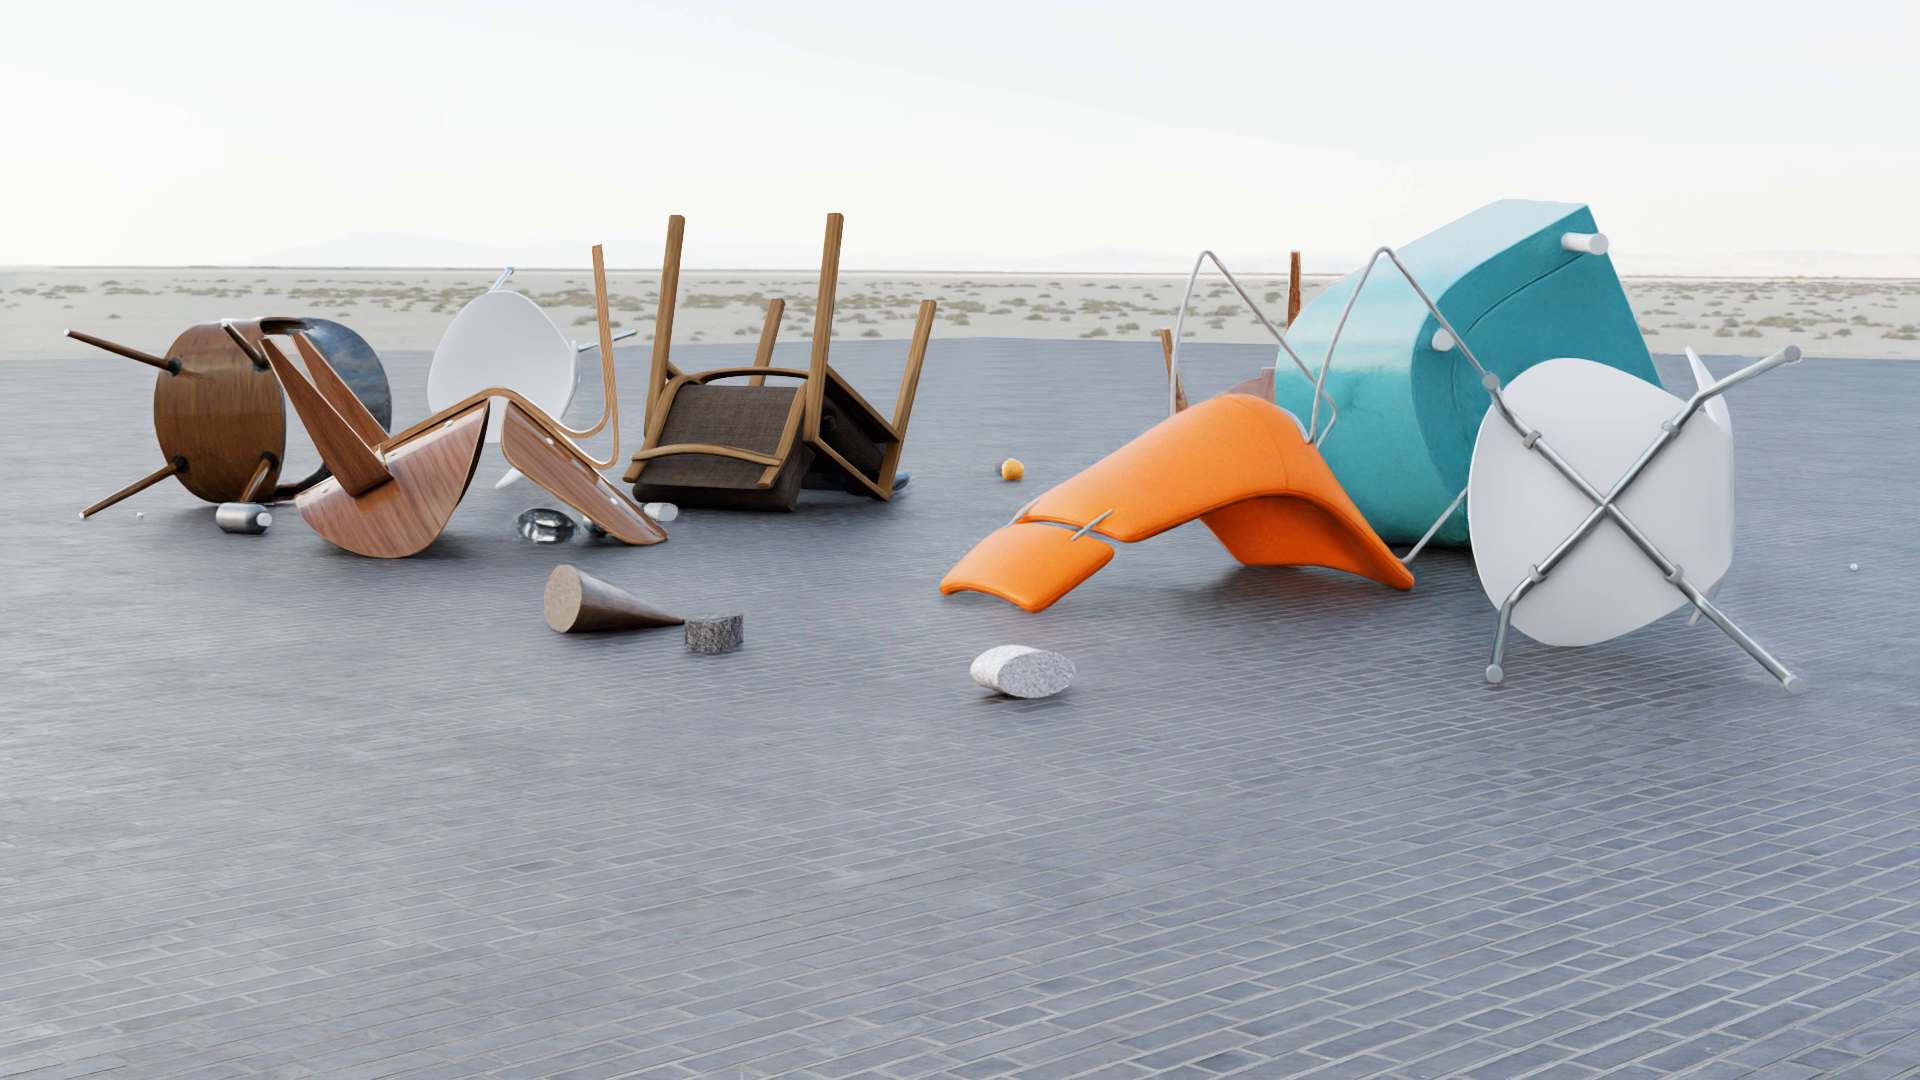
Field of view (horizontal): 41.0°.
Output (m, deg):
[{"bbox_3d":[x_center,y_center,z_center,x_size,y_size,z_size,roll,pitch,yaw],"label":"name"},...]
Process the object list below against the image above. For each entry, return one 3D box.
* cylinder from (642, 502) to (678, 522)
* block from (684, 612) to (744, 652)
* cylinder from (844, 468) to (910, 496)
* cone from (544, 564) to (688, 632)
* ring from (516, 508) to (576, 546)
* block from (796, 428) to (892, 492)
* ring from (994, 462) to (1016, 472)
[{"bbox_3d":[-0.806,-0.075,6.895,0.060,0.050,0.075,5,15,40],"label":"cylinder"},{"bbox_3d":[-0.438,0.164,4.571,0.062,0.051,0.118,2,6,18],"label":"block"},{"bbox_3d":[-0.249,-0.172,7.724,0.155,0.071,0.147,-7,3,22],"label":"cylinder"},{"bbox_3d":[-0.621,0.133,4.826,0.265,0.125,0.275,12,2,-23],"label":"cone"},{"bbox_3d":[-1.016,-0.033,6.311,0.150,0.050,0.133,15,25,3],"label":"ring"},{"bbox_3d":[-0.362,-0.253,7.981,0.213,0.181,0.212,4,7,33],"label":"block"},{"bbox_3d":[0.152,-0.244,8.621,0.072,0.033,0.066,5,8,27],"label":"ring"}]
